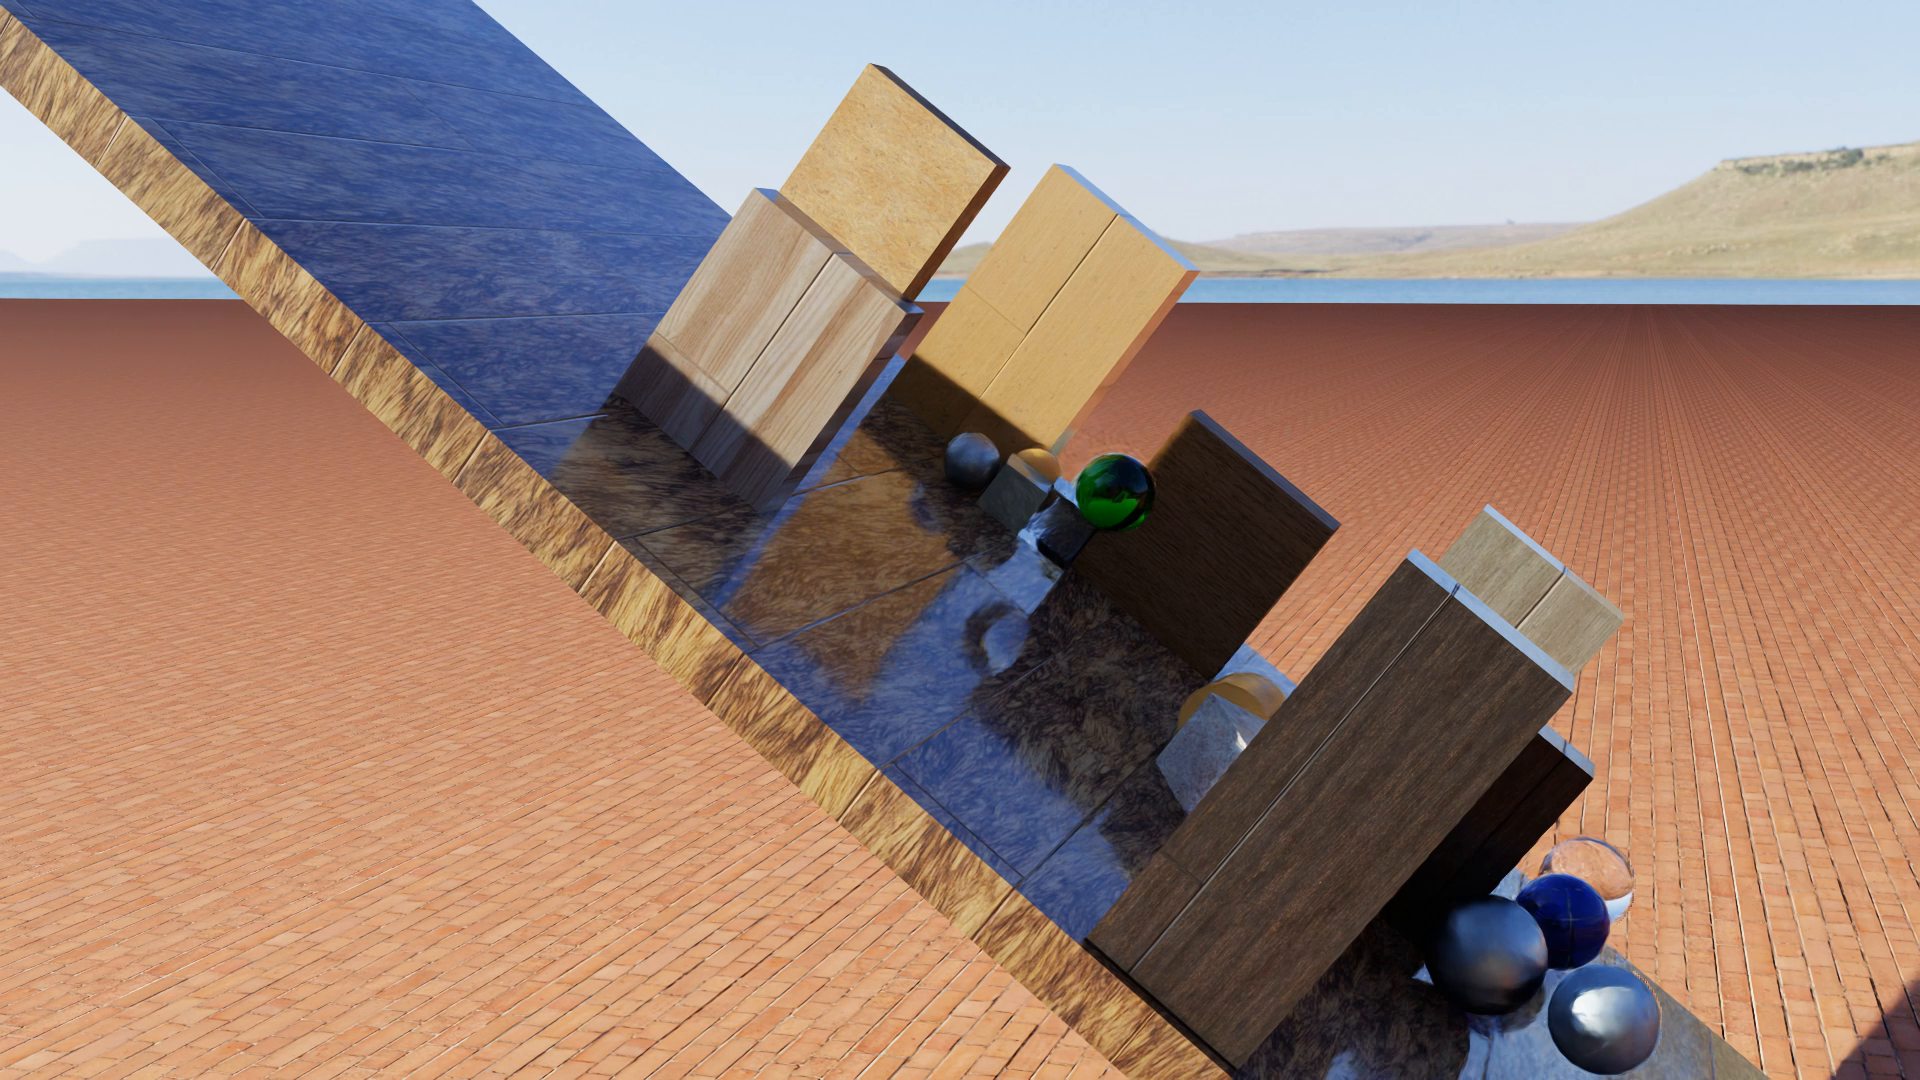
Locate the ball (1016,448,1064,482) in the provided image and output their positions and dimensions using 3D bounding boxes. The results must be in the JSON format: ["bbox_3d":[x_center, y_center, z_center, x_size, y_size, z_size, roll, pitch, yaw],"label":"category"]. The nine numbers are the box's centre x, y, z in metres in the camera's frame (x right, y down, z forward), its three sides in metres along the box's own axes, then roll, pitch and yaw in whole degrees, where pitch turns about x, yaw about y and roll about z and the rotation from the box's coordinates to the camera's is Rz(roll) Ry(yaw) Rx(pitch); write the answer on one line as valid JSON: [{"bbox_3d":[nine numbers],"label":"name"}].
[{"bbox_3d":[0.155,-0.129,4.613,0.127,0.127,0.127,0,7,0],"label":"ball"}]

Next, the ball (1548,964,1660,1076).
[{"bbox_3d":[1.076,0.801,3.675,0.182,0.182,0.182,0,7,0],"label":"ball"}]

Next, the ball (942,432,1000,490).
[{"bbox_3d":[0.023,-0.162,4.479,0.117,0.117,0.117,0,7,0],"label":"ball"}]

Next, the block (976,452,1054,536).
[{"bbox_3d":[0.112,-0.095,4.501,0.107,0.107,0.107,37,16,-2],"label":"block"}]

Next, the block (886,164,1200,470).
[{"bbox_3d":[0.176,-0.448,4.709,0.363,0.606,0.146,40,16,9],"label":"block"}]

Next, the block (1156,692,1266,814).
[{"bbox_3d":[0.471,0.397,3.796,0.161,0.161,0.161,28,18,-30],"label":"block"}]

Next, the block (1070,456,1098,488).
[{"bbox_3d":[0.334,-0.099,5.017,0.121,0.121,0.121,-48,30,-14],"label":"block"}]

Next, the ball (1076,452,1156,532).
[{"bbox_3d":[0.311,-0.095,4.392,0.158,0.158,0.158,0,7,0],"label":"ball"}]

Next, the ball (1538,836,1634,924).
[{"bbox_3d":[1.318,0.725,4.636,0.195,0.195,0.195,0,7,0],"label":"ball"}]

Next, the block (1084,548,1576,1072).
[{"bbox_3d":[0.491,0.365,2.960,0.270,0.690,0.114,40,16,9],"label":"block"}]

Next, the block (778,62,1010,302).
[{"bbox_3d":[-0.213,-0.571,4.226,0.316,0.602,0.104,40,16,9],"label":"block"}]

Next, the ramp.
[{"bbox_3d":[-0.033,0.088,4.055,4.000,0.100,2.000,40,16,9],"label":"ramp"}]

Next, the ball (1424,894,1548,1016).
[{"bbox_3d":[0.901,0.710,3.765,0.206,0.206,0.206,0,7,0],"label":"ball"}]

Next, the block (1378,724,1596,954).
[{"bbox_3d":[0.814,0.431,3.932,0.438,0.437,0.118,40,16,9],"label":"block"}]

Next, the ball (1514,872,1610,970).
[{"bbox_3d":[1.168,0.743,4.281,0.187,0.187,0.187,0,7,0],"label":"ball"}]

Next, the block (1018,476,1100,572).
[{"bbox_3d":[0.210,-0.034,4.510,0.124,0.124,0.124,37,16,-2],"label":"block"}]

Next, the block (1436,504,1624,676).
[{"bbox_3d":[0.729,0.309,3.576,0.275,0.719,0.094,40,16,9],"label":"block"}]

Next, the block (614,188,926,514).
[{"bbox_3d":[-0.316,-0.311,3.620,0.328,0.415,0.096,40,16,9],"label":"block"}]

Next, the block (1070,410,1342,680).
[{"bbox_3d":[0.501,0.009,4.505,0.374,0.401,0.127,40,16,9],"label":"block"}]
